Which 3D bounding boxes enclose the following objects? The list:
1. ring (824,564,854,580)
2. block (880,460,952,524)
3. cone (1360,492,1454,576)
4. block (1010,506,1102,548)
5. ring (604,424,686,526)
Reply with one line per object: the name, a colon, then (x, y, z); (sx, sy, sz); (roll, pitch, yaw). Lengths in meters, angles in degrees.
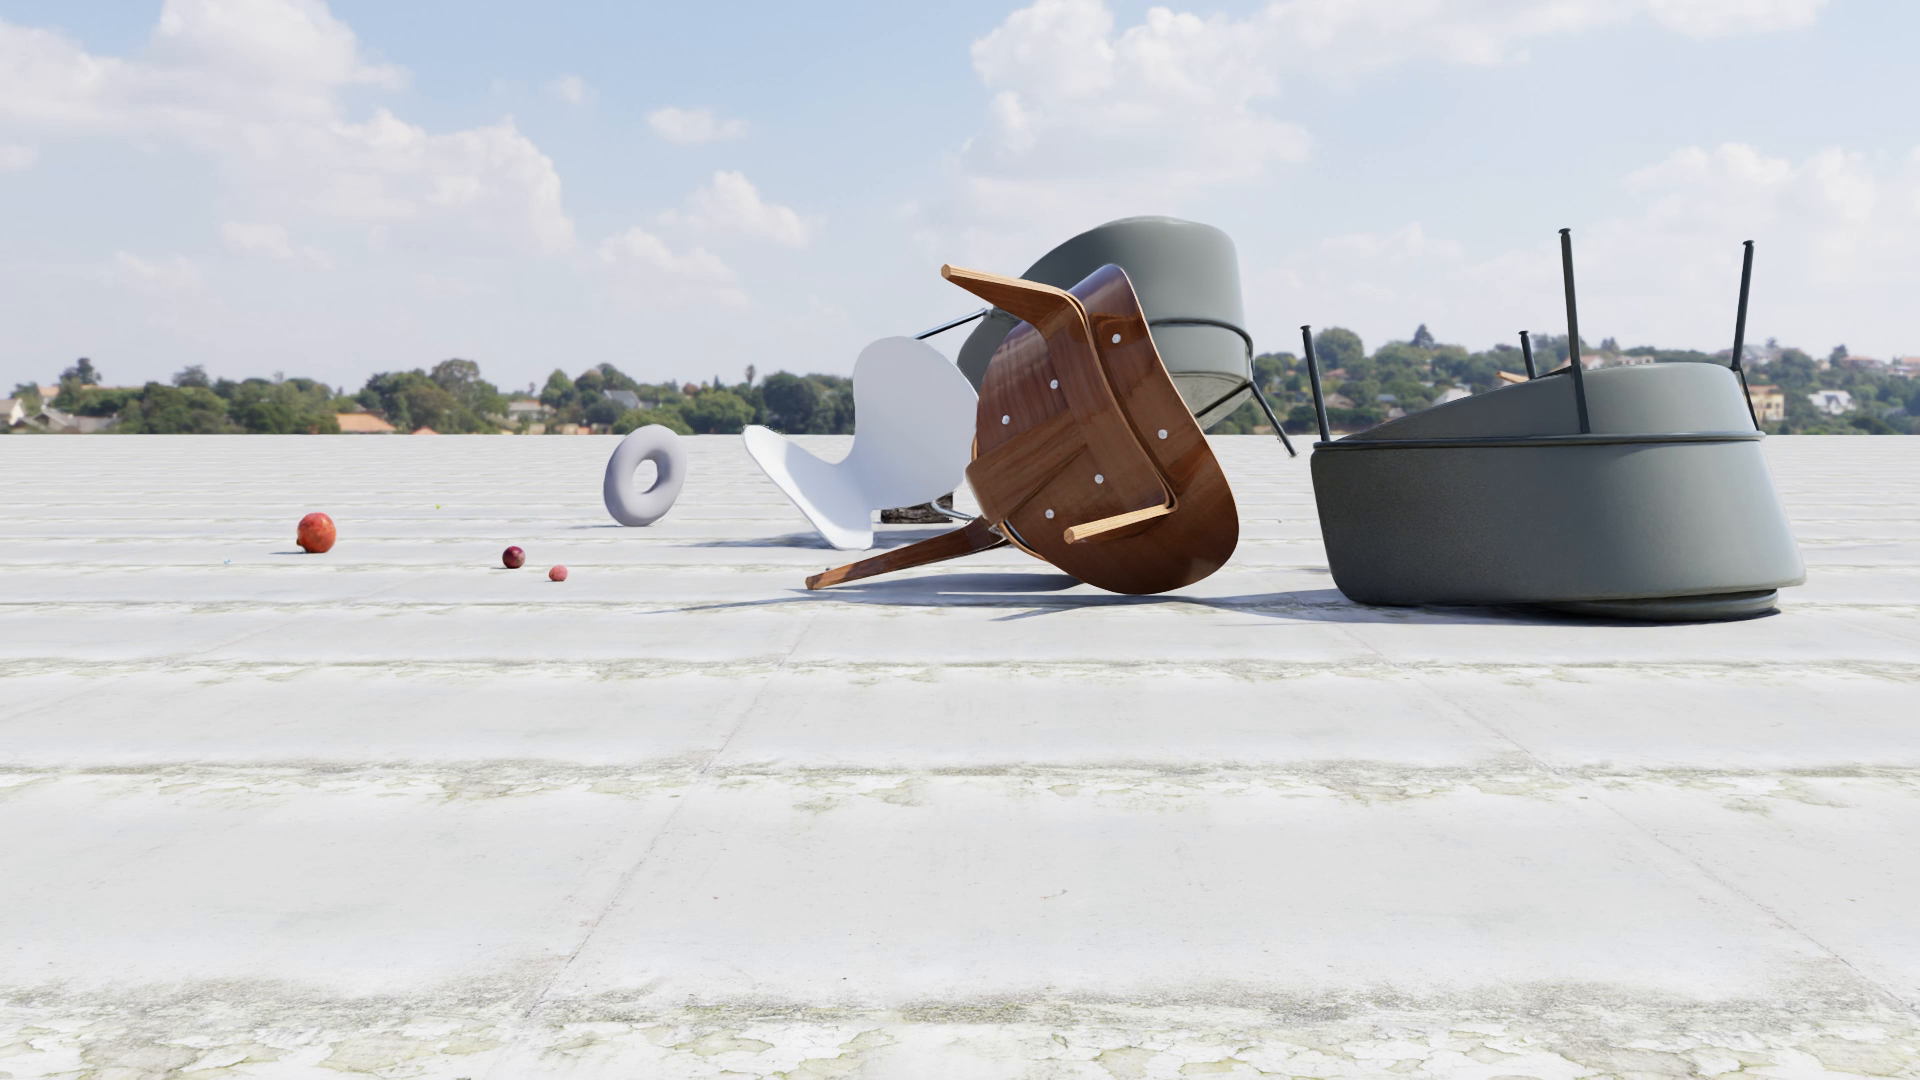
ring: (-0.284, 0.077, 5.193); (0.067, 0.032, 0.111); (2, 5, 12)
block: (-0.146, -0.161, 7.401); (0.216, 0.204, 0.155); (-1, 4, -13)
cone: (1.032, 0.033, 5.351); (0.275, 0.175, 0.205); (38, 54, 21)
block: (0.276, -0.038, 6.331); (0.225, 0.105, 0.144); (-2, 5, -30)
ring: (-1.028, -0.209, 7.176); (0.272, 0.352, 0.085); (28, -8, -34)
